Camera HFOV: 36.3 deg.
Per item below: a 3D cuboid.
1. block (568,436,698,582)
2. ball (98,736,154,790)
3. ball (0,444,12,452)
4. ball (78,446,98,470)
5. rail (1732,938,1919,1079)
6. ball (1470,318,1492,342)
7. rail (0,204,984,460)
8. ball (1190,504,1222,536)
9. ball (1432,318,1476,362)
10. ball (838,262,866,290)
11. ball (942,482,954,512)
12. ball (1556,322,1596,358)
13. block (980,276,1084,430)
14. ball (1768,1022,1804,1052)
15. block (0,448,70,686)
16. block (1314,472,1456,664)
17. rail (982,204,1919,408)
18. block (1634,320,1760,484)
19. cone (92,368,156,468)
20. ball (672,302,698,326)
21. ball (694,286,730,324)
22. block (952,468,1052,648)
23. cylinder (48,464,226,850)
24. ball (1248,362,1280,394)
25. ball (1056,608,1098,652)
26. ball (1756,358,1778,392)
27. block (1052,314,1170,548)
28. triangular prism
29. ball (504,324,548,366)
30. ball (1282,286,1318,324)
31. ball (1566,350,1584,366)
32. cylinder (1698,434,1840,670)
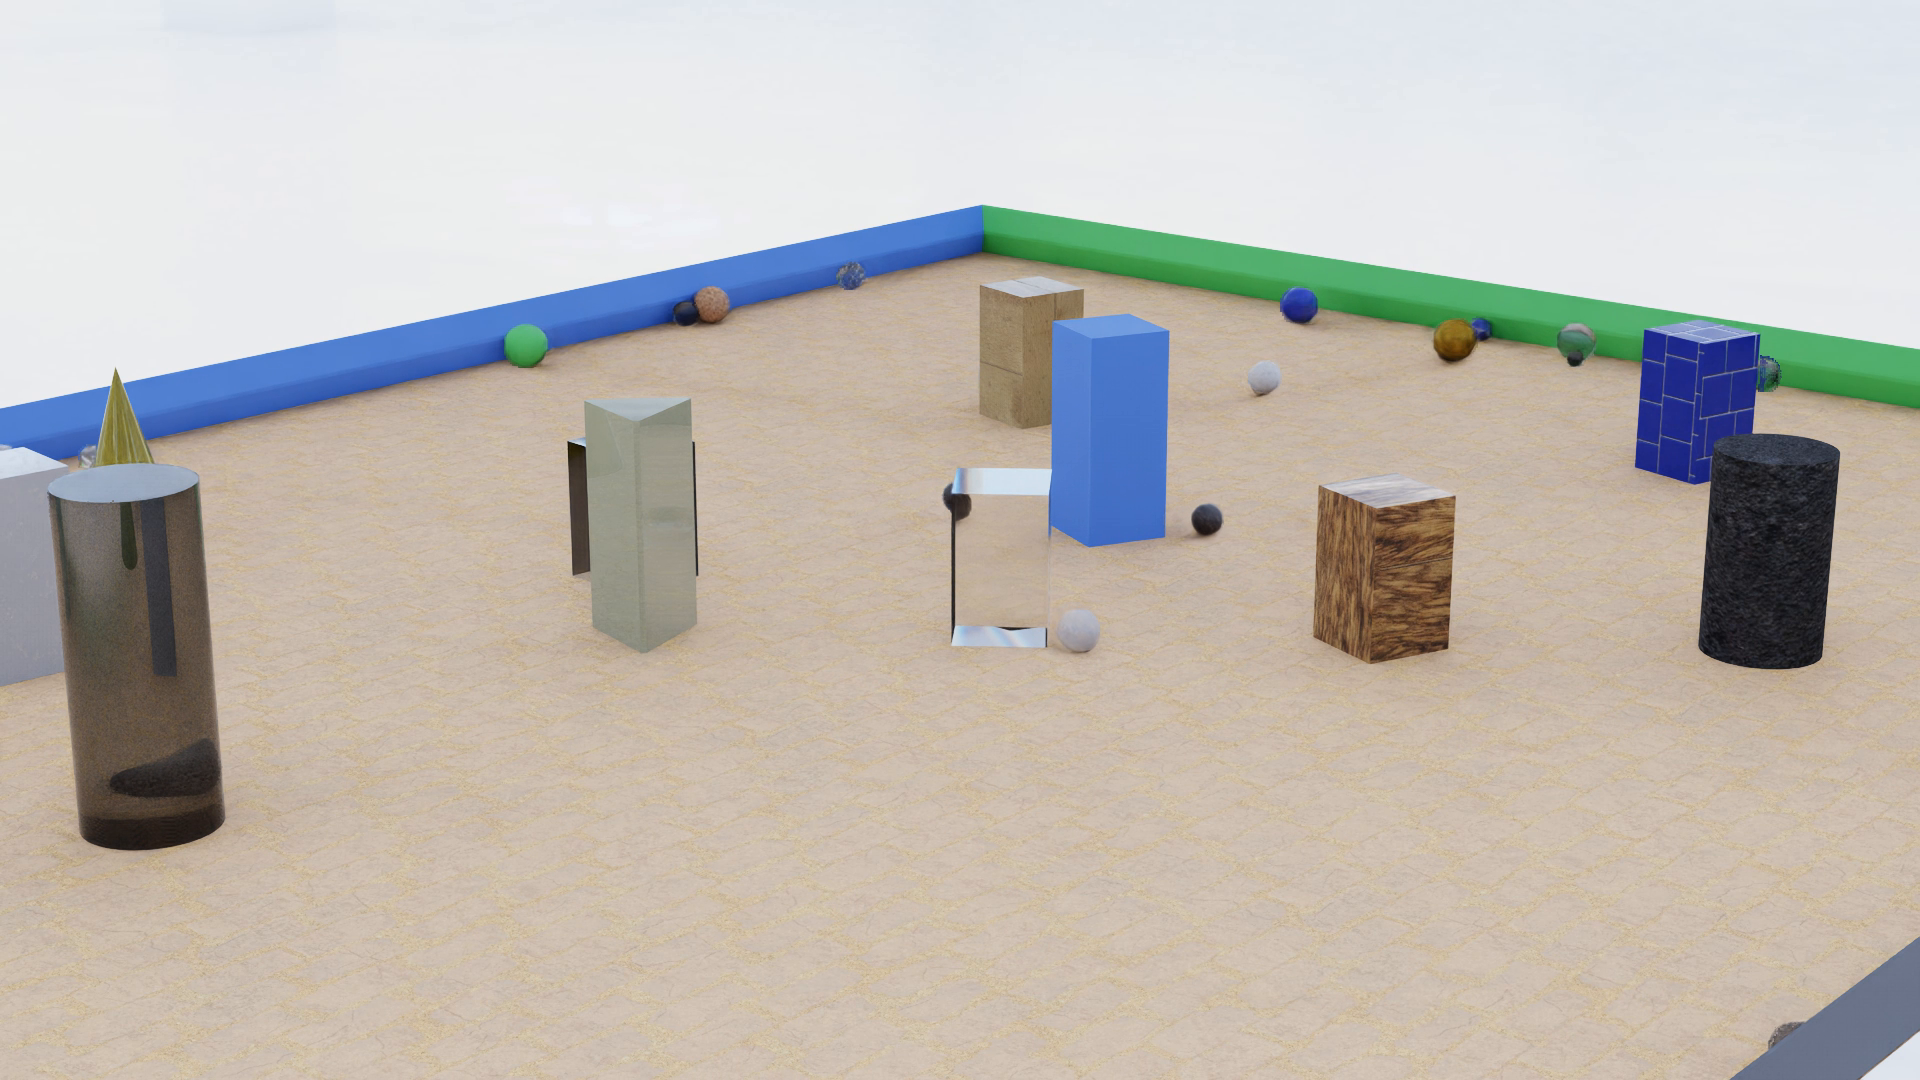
[{"bbox_3d":[-0.580,-0.055,5.206,0.159,0.249,0.159,-16,23,-42],"label":"block"},{"bbox_3d":[-1.208,0.323,4.249,0.078,0.078,0.078,0,17,0],"label":"ball"},{"bbox_3d":[-1.902,-0.149,5.810,0.081,0.081,0.081,0,17,0],"label":"ball"},{"bbox_3d":[-1.747,-0.163,5.904,0.054,0.054,0.054,0,17,0],"label":"ball"},{"bbox_3d":[1.481,0.403,3.888,0.045,0.129,4.757,14,22,39],"label":"rail"},{"bbox_3d":[1.250,-0.505,7.037,0.055,0.055,0.055,0,17,0],"label":"ball"},{"bbox_3d":[-1.481,-0.338,6.351,0.045,0.129,4.757,14,22,39],"label":"rail"},{"bbox_3d":[0.461,-0.038,5.481,0.059,0.059,0.059,0,17,0],"label":"ball"},{"bbox_3d":[1.151,-0.466,6.831,0.099,0.099,0.099,0,17,0],"label":"ball"},{"bbox_3d":[-0.280,-0.686,7.611,0.071,0.071,0.071,0,17,0],"label":"ball"},{"bbox_3d":[-0.003,-0.083,5.625,0.061,0.061,0.061,0,17,0],"label":"ball"},{"bbox_3d":[1.436,-0.462,6.836,0.089,0.089,0.089,0,17,0],"label":"ball"},{"bbox_3d":[0.153,-0.404,6.302,0.159,0.286,0.159,-11,20,-33],"label":"block"},{"bbox_3d":[0.967,0.589,3.390,0.064,0.064,0.064,0,17,0],"label":"ball"},{"bbox_3d":[-1.534,0.042,4.730,0.159,0.338,0.159,-15,22,-40],"label":"block"},{"bbox_3d":[0.700,0.045,4.848,0.159,0.264,0.159,-9,19,-28],"label":"block"},{"bbox_3d":[1.544,-0.480,6.822,3.970,0.129,0.045,14,22,39],"label":"rail"},{"bbox_3d":[1.479,-0.278,5.884,0.159,0.286,0.159,-11,20,-33],"label":"block"},{"bbox_3d":[-1.539,-0.156,5.391,0.199,0.336,0.199,0,17,0],"label":"cone"},{"bbox_3d":[-0.675,-0.556,7.195,0.061,0.061,0.061,0,17,0],"label":"ball"},{"bbox_3d":[-0.610,-0.580,7.225,0.089,0.089,0.089,0,17,0],"label":"ball"},{"bbox_3d":[0.070,0.028,4.907,0.159,0.263,0.159,1,17,3],"label":"block"},{"bbox_3d":[-1.137,0.160,4.060,0.199,0.498,0.199,0,17,0],"label":"cylinder"},{"bbox_3d":[0.676,-0.361,6.530,0.071,0.071,0.071,0,17,0],"label":"ball"},{"bbox_3d":[0.193,0.149,4.838,0.071,0.071,0.071,0,17,0],"label":"ball"},{"bbox_3d":[1.791,-0.369,6.553,0.075,0.075,0.075,0,17,0],"label":"ball"},{"bbox_3d":[0.277,-0.205,5.454,0.159,0.394,0.159,-7,18,-23],"label":"block"},{"bbox_3d":[-0.510,-0.035,4.888,0.150,0.395,0.173,-12,20,-34],"label":"triangular prism"},{"bbox_3d":[-1.003,-0.451,6.780,0.099,0.099,0.099,0,17,0],"label":"ball"},{"bbox_3d":[0.838,-0.578,7.220,0.090,0.090,0.090,0,17,0],"label":"ball"},{"bbox_3d":[1.423,-0.421,6.783,0.040,0.040,0.040,0,17,0],"label":"ball"},{"bbox_3d":[1.324,0.017,4.803,0.199,0.344,0.199,0,17,0],"label":"cylinder"}]
